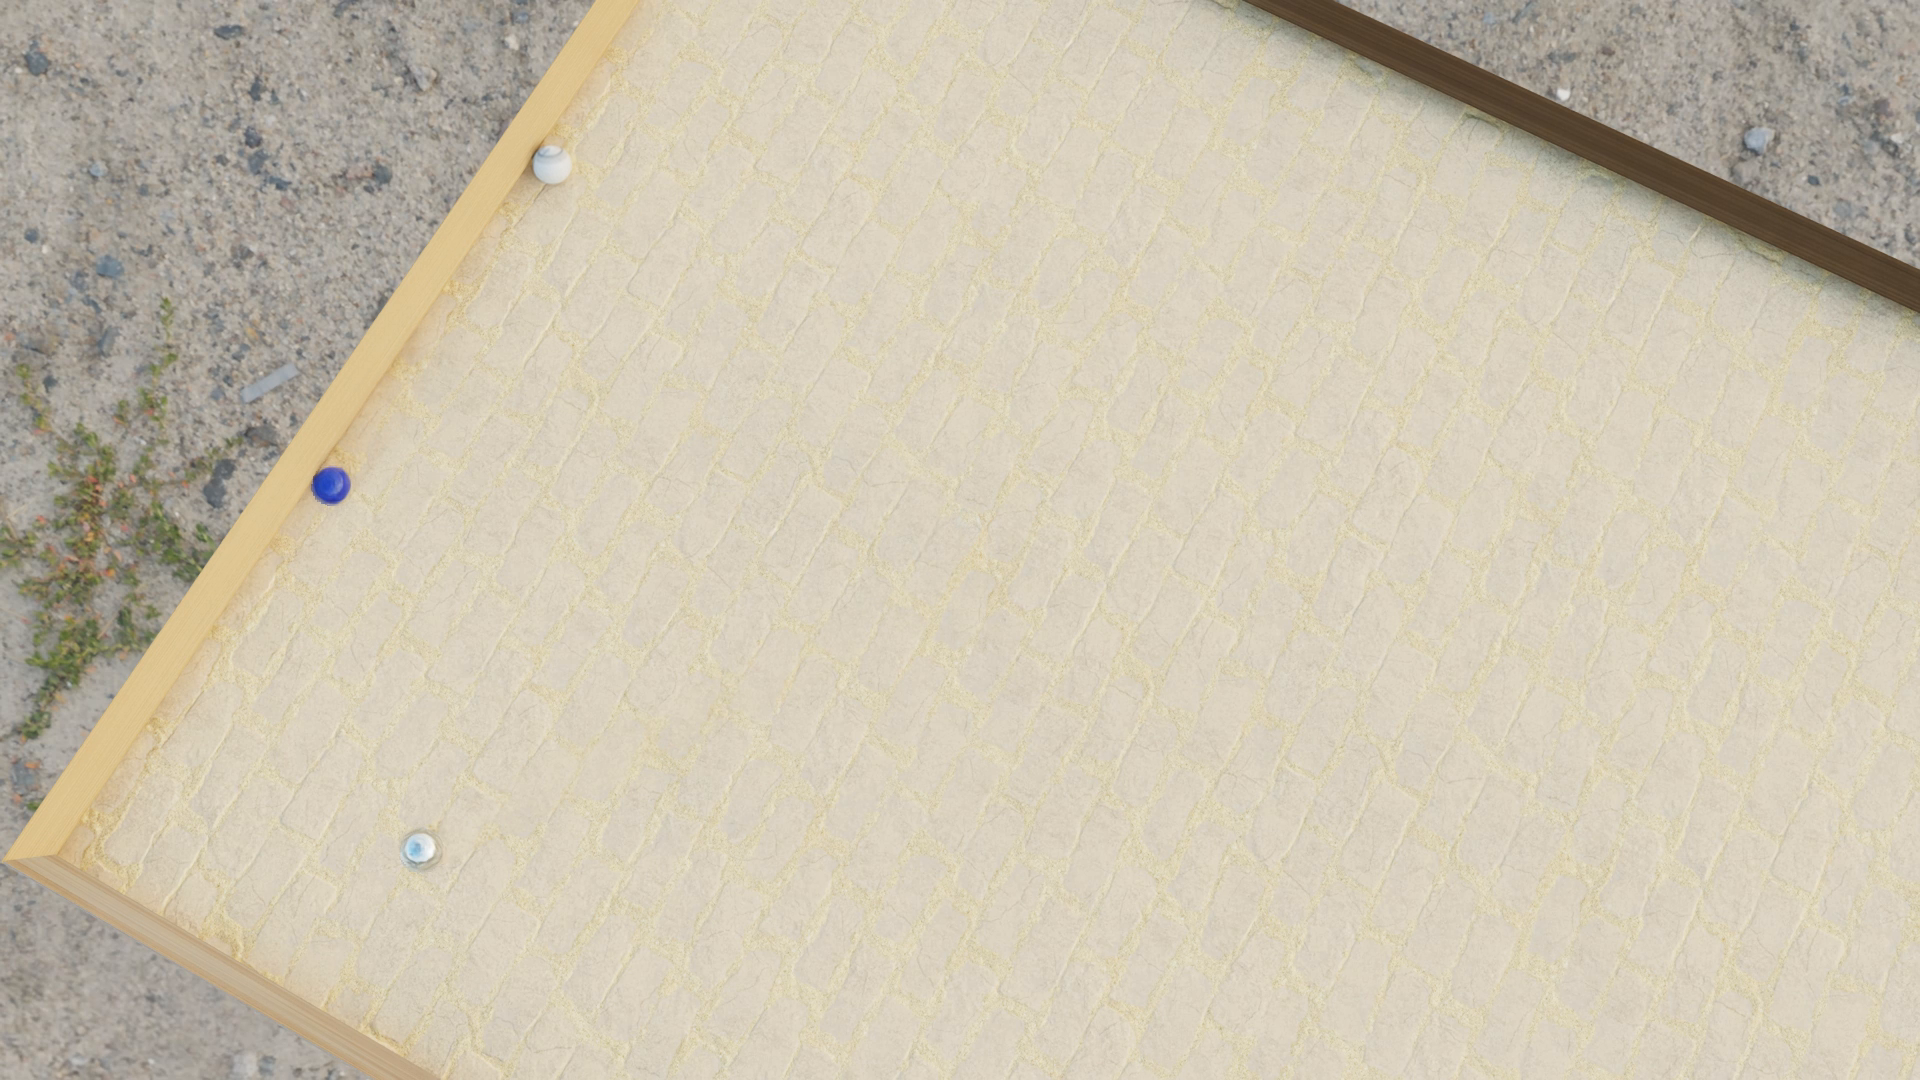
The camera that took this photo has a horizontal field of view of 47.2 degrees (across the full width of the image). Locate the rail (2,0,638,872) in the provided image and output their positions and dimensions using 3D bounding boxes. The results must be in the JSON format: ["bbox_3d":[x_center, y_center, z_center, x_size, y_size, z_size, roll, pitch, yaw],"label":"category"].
[{"bbox_3d":[-0.842,-0.438,3.559,0.045,0.084,2.241,27,73,9],"label":"rail"}]

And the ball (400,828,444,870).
[{"bbox_3d":[-0.799,0.459,3.264,0.063,0.063,0.063,0,71,0],"label":"ball"}]

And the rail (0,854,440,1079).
[{"bbox_3d":[0.338,1.353,2.947,3.931,0.084,0.045,27,73,9],"label":"rail"}]

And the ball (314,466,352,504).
[{"bbox_3d":[-0.985,-0.087,3.453,0.058,0.058,0.058,0,71,0],"label":"ball"}]

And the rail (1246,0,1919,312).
[{"bbox_3d":[1.388,-0.470,3.569,3.931,0.084,0.045,27,73,9],"label":"rail"}]

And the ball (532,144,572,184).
[{"bbox_3d":[-0.674,-0.621,3.632,0.064,0.064,0.064,0,71,0],"label":"ball"}]
